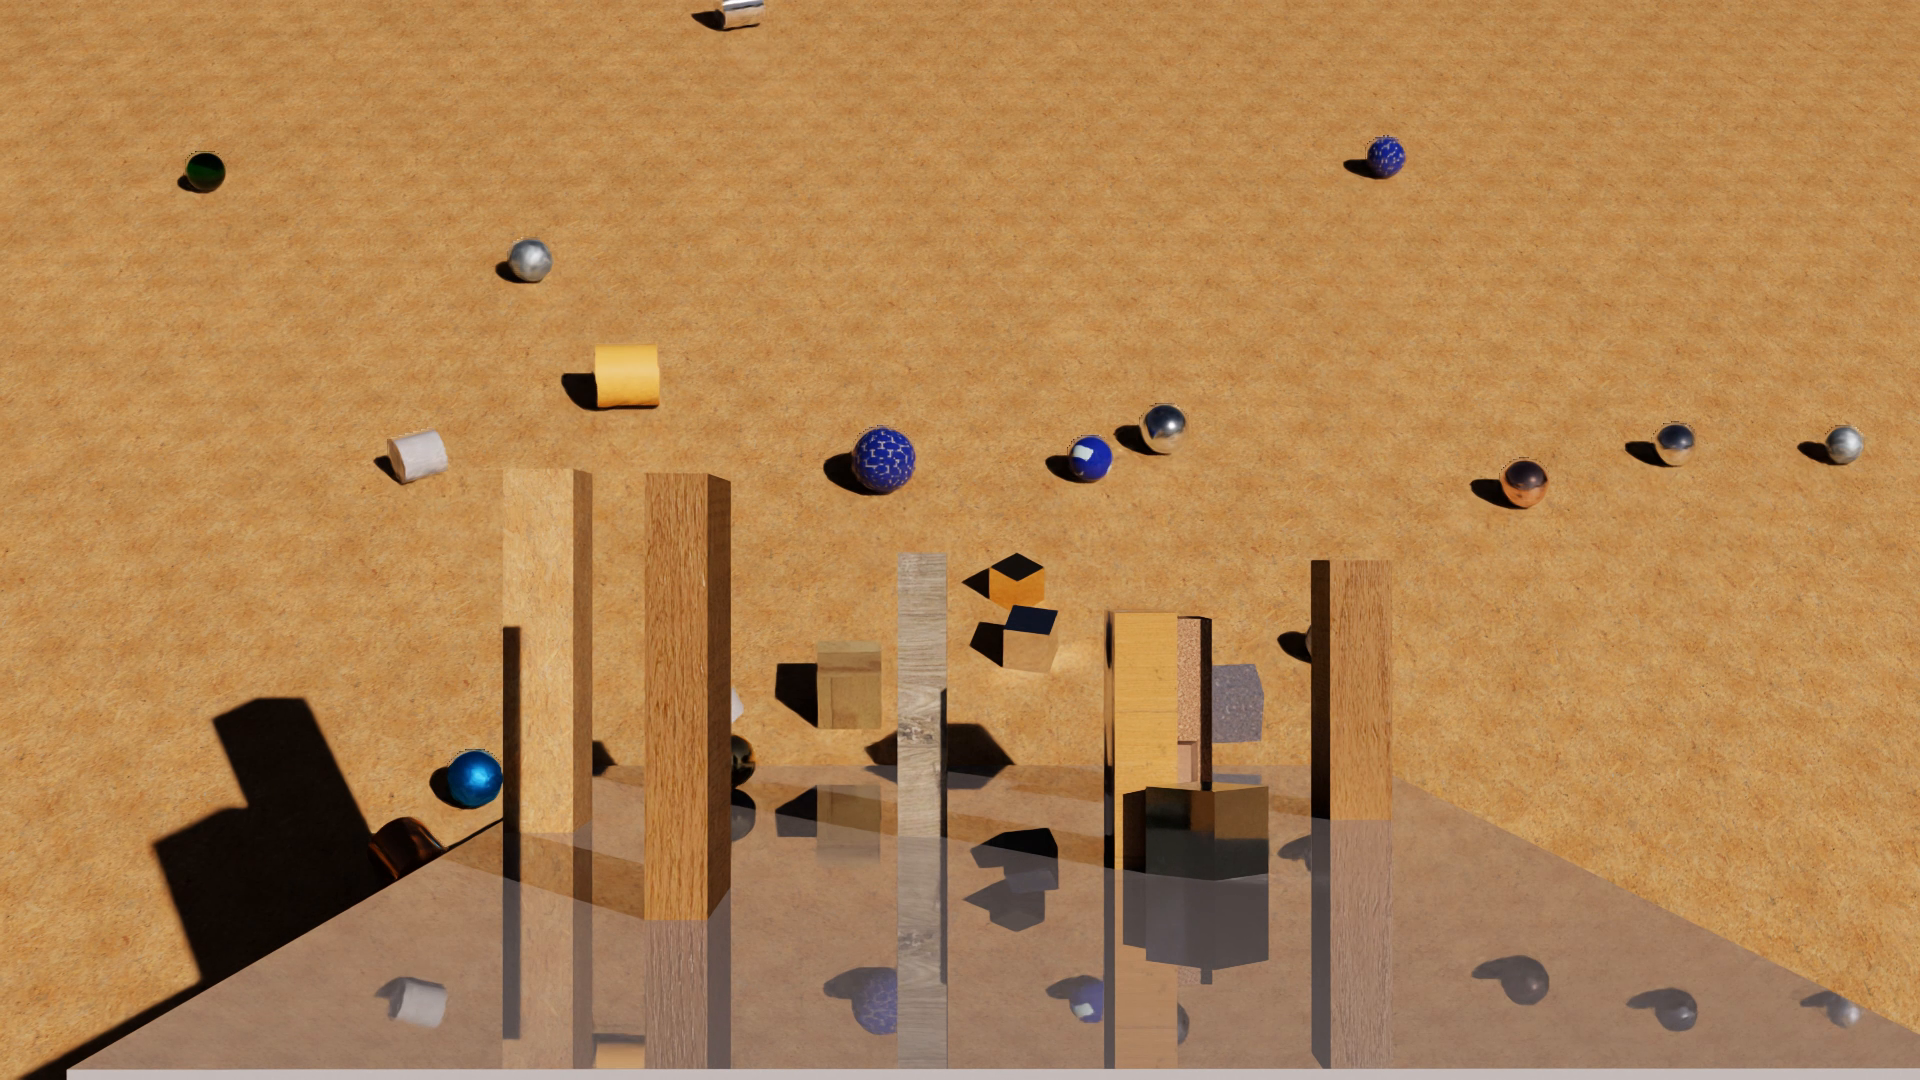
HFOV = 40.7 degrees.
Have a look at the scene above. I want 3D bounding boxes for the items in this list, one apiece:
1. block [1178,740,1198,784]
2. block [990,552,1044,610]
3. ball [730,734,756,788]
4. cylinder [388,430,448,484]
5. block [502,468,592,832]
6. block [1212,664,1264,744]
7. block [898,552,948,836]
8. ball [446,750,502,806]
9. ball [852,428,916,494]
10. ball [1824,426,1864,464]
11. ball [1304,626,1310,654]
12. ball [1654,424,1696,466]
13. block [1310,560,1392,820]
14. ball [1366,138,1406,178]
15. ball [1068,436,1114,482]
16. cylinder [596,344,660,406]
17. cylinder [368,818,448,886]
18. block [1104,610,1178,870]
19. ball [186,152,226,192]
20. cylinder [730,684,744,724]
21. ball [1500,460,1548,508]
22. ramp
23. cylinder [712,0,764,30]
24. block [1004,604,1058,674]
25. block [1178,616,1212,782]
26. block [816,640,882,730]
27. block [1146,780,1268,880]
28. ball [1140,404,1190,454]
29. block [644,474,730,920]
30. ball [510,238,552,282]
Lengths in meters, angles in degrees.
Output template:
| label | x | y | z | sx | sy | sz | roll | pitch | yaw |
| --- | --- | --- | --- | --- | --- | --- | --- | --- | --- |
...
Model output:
| label | x | y | z | sx | sy | sz | roll | pitch | yaw |
| --- | --- | --- | --- | --- | --- | --- | --- | --- | --- |
| block | 0.441 | 0.506 | 5.615 | 0.134 | 0.134 | 0.134 | 0 | 0 | 11 |
| block | 0.165 | 0.126 | 7.501 | 0.113 | 0.113 | 0.113 | -27 | 40 | -37 |
| ball | -0.538 | 0.515 | 6.040 | 0.126 | 0.126 | 0.126 | 0 | 31 | 0 |
| cylinder | -1.698 | -0.262 | 8.114 | 0.138 | 0.138 | 0.138 | -18 | 36 | -27 |
| block | -0.822 | 0.217 | 5.179 | 0.137 | 0.708 | 0.267 | 0 | 0 | 0 |
| block | 0.725 | 0.439 | 6.951 | 0.150 | 0.150 | 0.150 | -2 | 31 | -4 |
| block | -0.073 | 0.298 | 5.146 | 0.094 | 0.545 | 0.355 | 0 | 0 | 0 |
| ball | -1.249 | 0.615 | 6.667 | 0.144 | 0.144 | 0.144 | 0 | 31 | 0 |
| ball | -0.236 | -0.246 | 8.030 | 0.202 | 0.202 | 0.202 | 0 | 31 | 0 |
| ball | 2.799 | -0.300 | 8.199 | 0.117 | 0.117 | 0.117 | 0 | 31 | 0 |
| ball | 1.029 | 0.279 | 7.232 | 0.130 | 0.130 | 0.130 | 0 | 31 | 0 |
| ball | 2.261 | -0.301 | 8.187 | 0.132 | 0.132 | 0.132 | 0 | 31 | 0 |
| block | 0.819 | 0.307 | 5.432 | 0.127 | 0.530 | 0.288 | 0 | 0 | 0 |
| ball | 1.667 | -1.497 | 10.138 | 0.151 | 0.151 | 0.151 | 0 | 31 | 0 |
| ball | 0.409 | -0.253 | 8.100 | 0.140 | 0.140 | 0.140 | 0 | 31 | 0 |
| cylinder | -1.092 | -0.540 | 8.505 | 0.201 | 0.201 | 0.201 | -2 | 31 | -7 |
| cylinder | -1.347 | 0.789 | 6.365 | 0.158 | 0.158 | 0.158 | -21 | 37 | -30 |
| block | 0.319 | 0.346 | 4.609 | 0.107 | 0.439 | 0.333 | 0 | 0 | 0 |
| ball | -2.918 | -1.425 | 10.022 | 0.149 | 0.149 | 0.149 | 0 | 31 | 0 |
| cylinder | -0.660 | 0.428 | 6.964 | 0.118 | 0.118 | 0.118 | -19 | 29 | 11 |
| ball | 1.736 | -0.174 | 7.965 | 0.145 | 0.145 | 0.145 | 0 | 31 | 0 |
| ramp | 0.070 | 0.616 | 4.694 | 2.000 | 0.100 | 4.000 | 0 | 0 | 0 |
| cylinder | -0.989 | -2.386 | 11.562 | 0.186 | 0.186 | 0.186 | -13 | 33 | -18 |
| block | 0.198 | 0.277 | 7.236 | 0.129 | 0.129 | 0.129 | 7 | 32 | 11 |
| block | 0.500 | 0.375 | 5.830 | 0.106 | 0.401 | 0.294 | 0 | 0 | 0 |
| block | -0.299 | 0.392 | 7.007 | 0.171 | 0.171 | 0.171 | -1 | 31 | -2 |
| block | 0.418 | 0.490 | 4.382 | 0.147 | 0.147 | 0.147 | 0 | -1 | 44 |
| ball | 0.652 | -0.352 | 8.249 | 0.156 | 0.156 | 0.156 | 0 | 31 | 0 |
| block | -0.419 | 0.232 | 4.014 | 0.093 | 0.658 | 0.394 | 0 | 0 | 0 |
| ball | -1.545 | -1.007 | 9.327 | 0.155 | 0.155 | 0.155 | 0 | 31 | 0 |
